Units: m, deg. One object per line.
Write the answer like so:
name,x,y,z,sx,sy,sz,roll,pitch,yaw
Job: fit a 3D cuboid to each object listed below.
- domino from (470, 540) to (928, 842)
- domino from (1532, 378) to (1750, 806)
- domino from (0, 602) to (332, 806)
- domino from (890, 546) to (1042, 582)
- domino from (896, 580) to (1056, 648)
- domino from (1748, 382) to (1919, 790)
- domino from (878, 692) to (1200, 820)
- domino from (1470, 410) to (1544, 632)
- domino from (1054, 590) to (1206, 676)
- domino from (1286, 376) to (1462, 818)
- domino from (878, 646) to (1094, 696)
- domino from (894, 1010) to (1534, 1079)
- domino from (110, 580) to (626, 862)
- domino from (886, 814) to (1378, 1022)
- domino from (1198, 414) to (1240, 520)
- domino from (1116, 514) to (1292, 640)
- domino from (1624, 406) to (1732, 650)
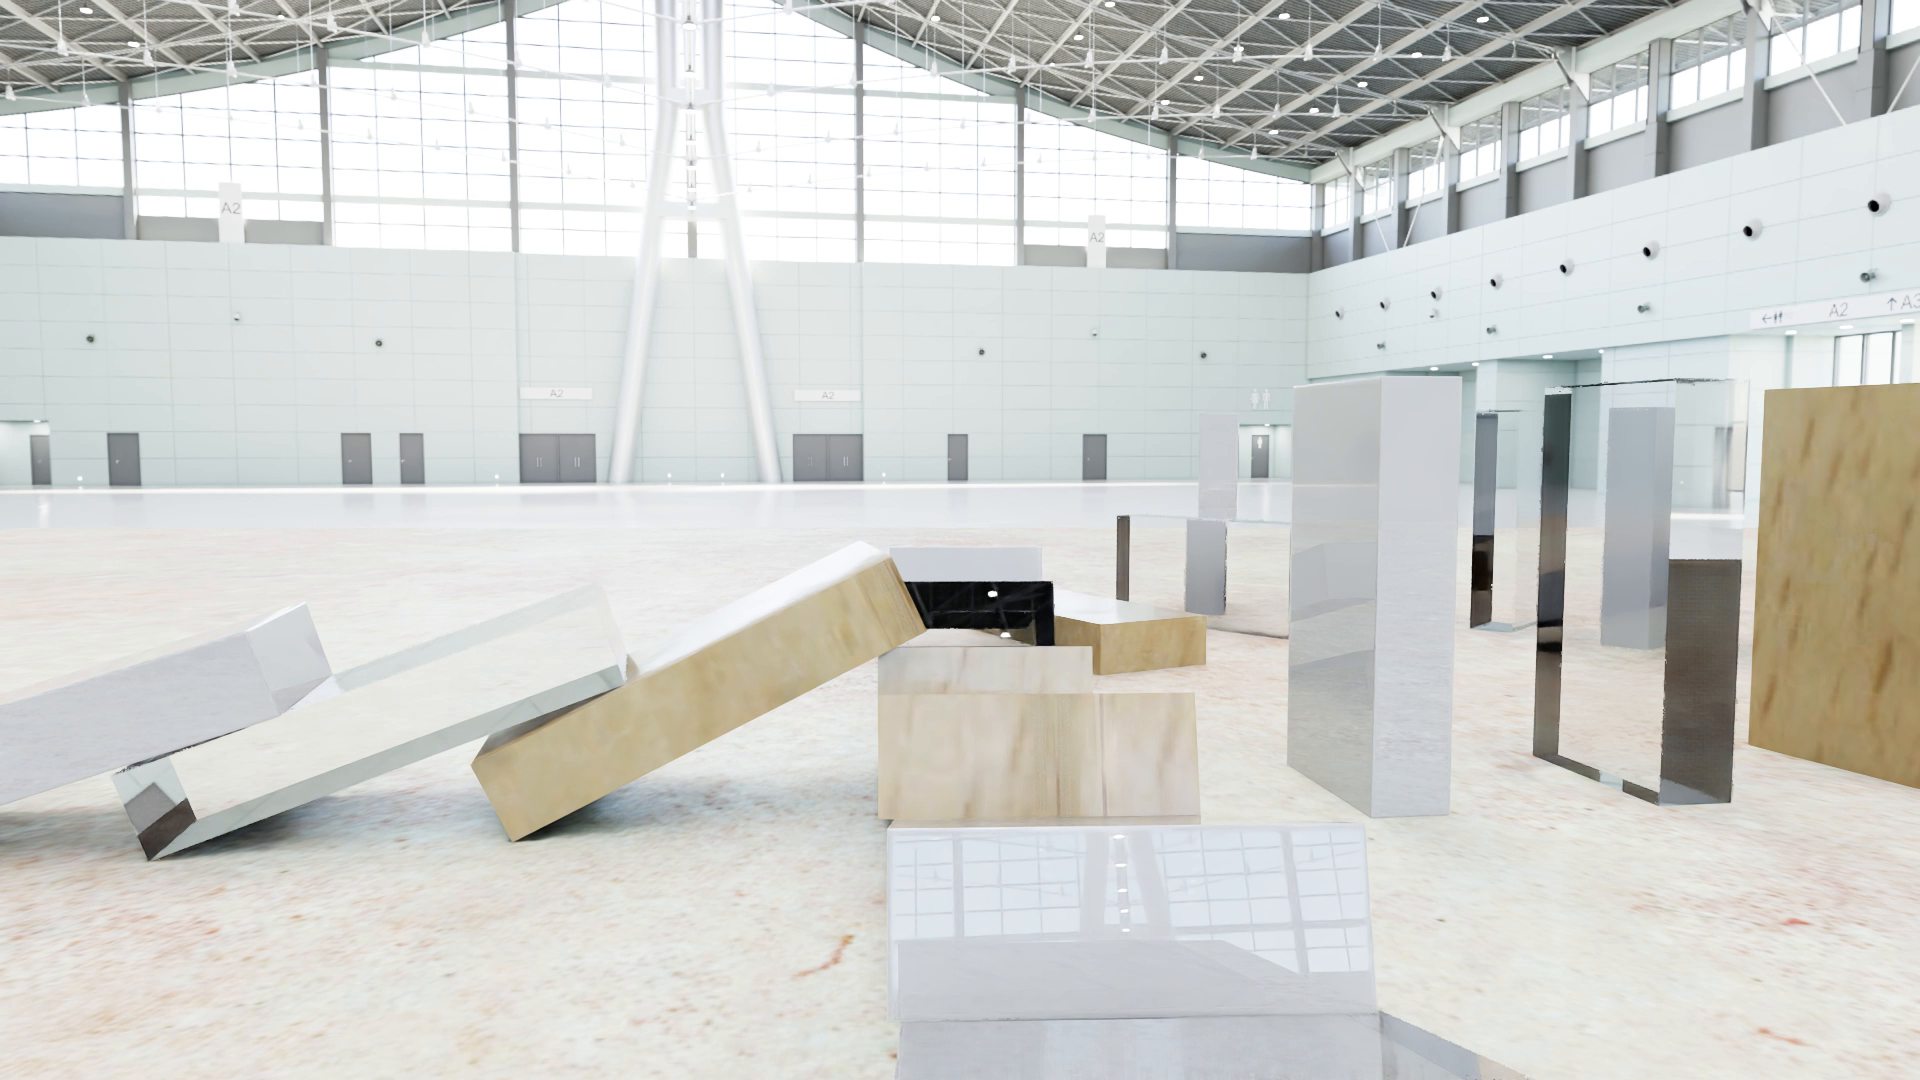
domino,-0.030,0.016,0.153,0.050,0.009,0.025,-26,9,-10
domino,0.085,0.005,0.162,0.009,0.050,0.025,-1,4,-9
domino,-0.098,0.020,0.139,0.050,0.009,0.025,-18,8,-13
domino,0.000,0.011,0.233,0.025,0.010,0.050,0,-11,-2
domino,0.000,0.016,0.209,0.025,0.009,0.050,0,-11,-2
domino,0.120,0.005,0.169,0.009,0.050,0.025,-1,4,-16
domino,0.005,0.022,0.124,0.025,0.009,0.050,0,-12,-3
domino,0.129,-0.005,0.300,0.009,0.050,0.025,4,6,40
domino,0.024,0.018,0.263,0.025,0.009,0.050,-2,5,-29
domino,0.050,0.006,0.157,0.009,0.050,0.025,-1,4,-8
domino,0.002,0.020,0.173,0.025,0.010,0.050,0,-7,-3
domino,0.010,0.027,0.055,0.025,0.010,0.050,0,-12,-1
domino,-0.064,0.019,0.147,0.050,0.009,0.025,-20,9,-12
domino,0.008,0.024,0.090,0.025,0.009,0.050,0,-11,-2
domino,0.067,-0.007,0.333,0.009,0.050,0.025,1,4,13
domino,0.058,0.008,0.300,0.009,0.025,0.050,-4,6,-41
domino,0.154,-0.003,0.275,0.025,0.050,0.009,-3,5,-38
